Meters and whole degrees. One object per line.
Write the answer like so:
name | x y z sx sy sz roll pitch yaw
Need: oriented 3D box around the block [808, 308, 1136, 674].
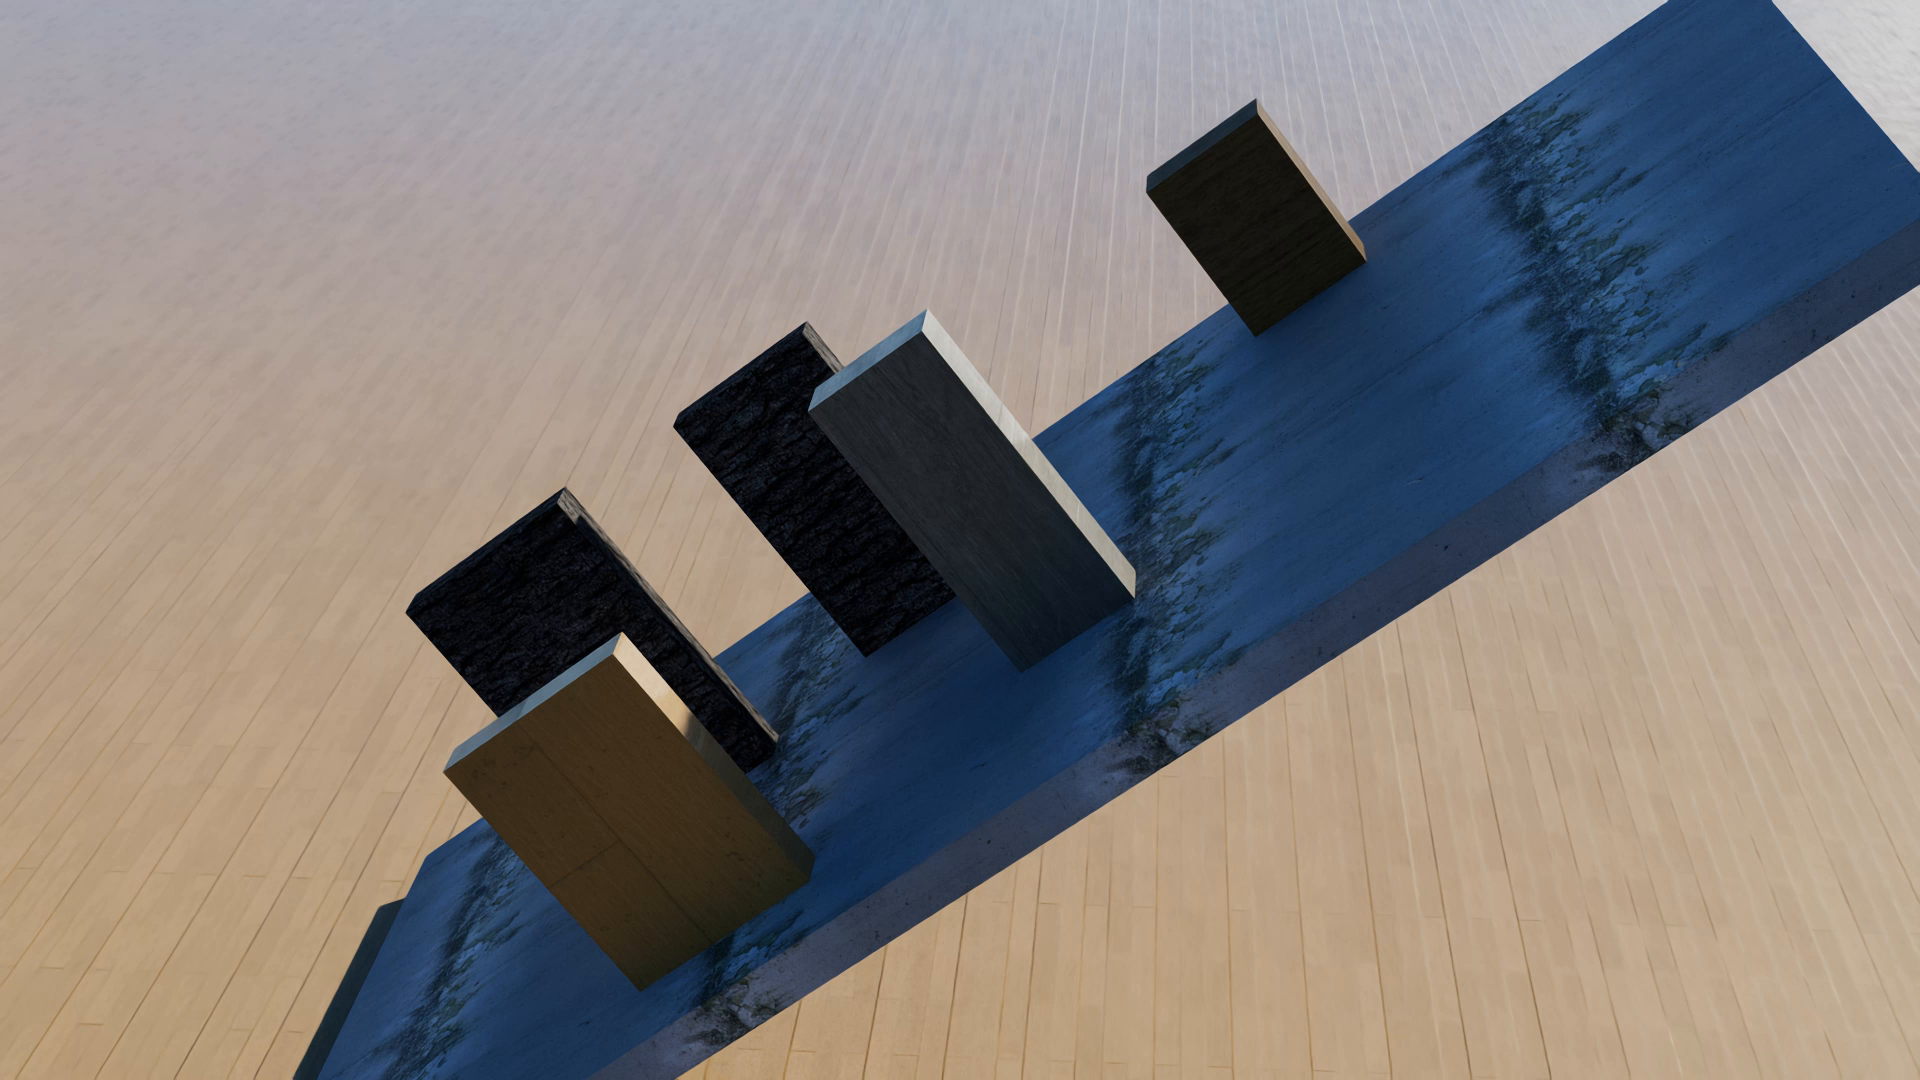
block | 0.029 -0.093 5.832 0.282 0.690 0.138 -34 16 17

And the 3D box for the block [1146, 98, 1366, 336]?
block | 0.670 -0.728 6.659 0.305 0.422 0.140 -34 16 17

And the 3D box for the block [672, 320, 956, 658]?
block | -0.275 -0.107 6.565 0.368 0.690 0.086 -34 16 17

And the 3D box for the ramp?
ramp | 0.128 0.179 6.323 4.000 0.100 2.000 -34 16 17

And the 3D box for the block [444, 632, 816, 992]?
block | -0.644 0.538 5.760 0.434 0.601 0.102 -34 16 17

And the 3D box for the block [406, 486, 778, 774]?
block | -0.813 0.300 6.540 0.442 0.746 0.100 -34 16 17
